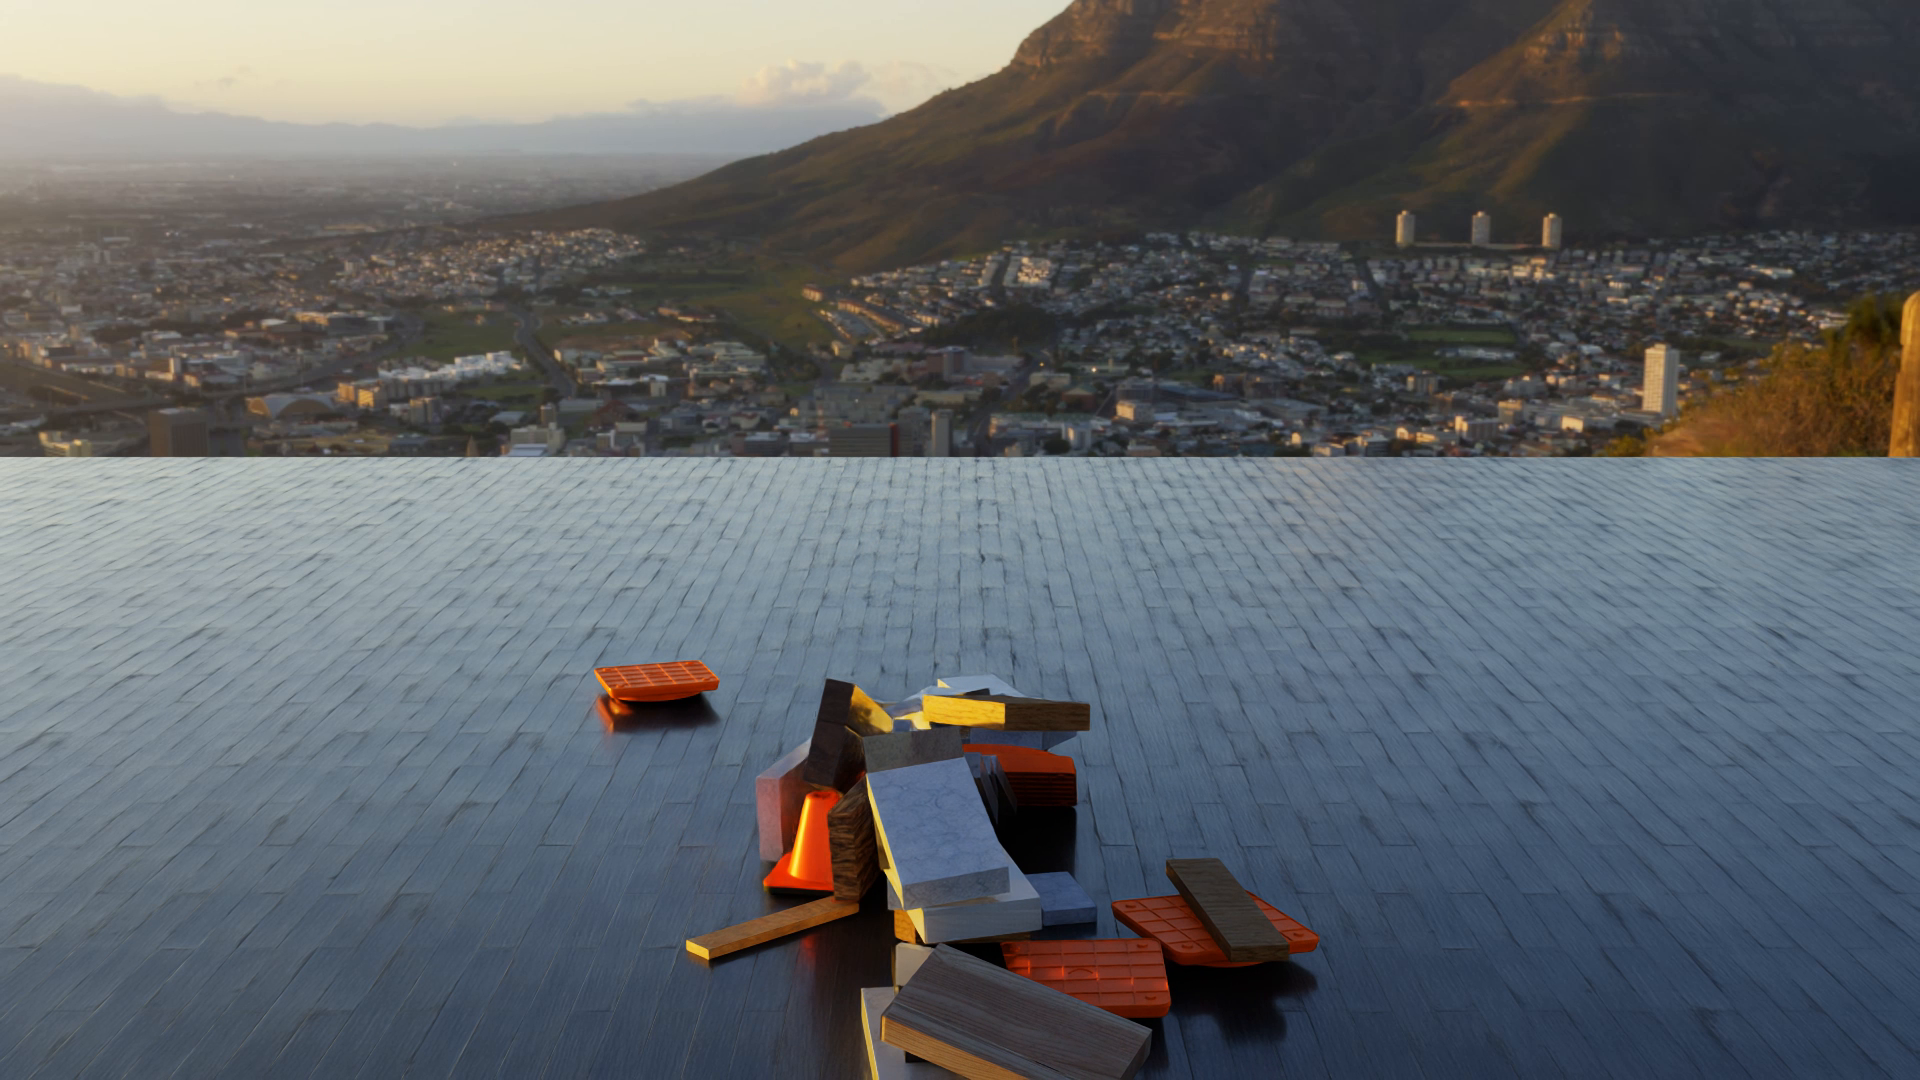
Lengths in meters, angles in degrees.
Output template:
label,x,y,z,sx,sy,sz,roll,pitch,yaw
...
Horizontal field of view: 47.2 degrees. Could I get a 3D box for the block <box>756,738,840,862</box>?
label,x,y,z,sx,sy,sz,roll,pitch,yaw
block,-0.286,0.460,3.954,0.043,0.150,0.301,1,10,17

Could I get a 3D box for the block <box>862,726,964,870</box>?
label,x,y,z,sx,sy,sz,roll,pitch,yaw
block,-0.060,0.385,3.321,0.150,0.043,0.301,-7,27,-4

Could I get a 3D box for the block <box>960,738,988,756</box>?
label,x,y,z,sx,sy,sz,roll,pitch,yaw
block,-0.010,0.421,4.155,0.122,0.035,0.244,-2,-19,10

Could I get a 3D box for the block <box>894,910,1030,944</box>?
label,x,y,z,sx,sy,sz,roll,pitch,yaw
block,-0.001,0.578,3.316,0.166,0.047,0.332,-1,-8,-7

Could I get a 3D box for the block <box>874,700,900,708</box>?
label,x,y,z,sx,sy,sz,roll,pitch,yaw
block,-0.157,0.374,4.655,0.129,0.064,0.018,5,12,25

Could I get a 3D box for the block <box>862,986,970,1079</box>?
label,x,y,z,sx,sy,sz,roll,pitch,yaw
block,-0.038,0.702,2.945,0.158,0.045,0.441,-1,11,-7

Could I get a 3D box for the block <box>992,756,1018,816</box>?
label,x,y,z,sx,sy,sz,roll,pitch,yaw
block,0.028,0.437,3.900,0.112,0.032,0.398,0,-17,7

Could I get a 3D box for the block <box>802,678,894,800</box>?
label,x,y,z,sx,sy,sz,roll,pitch,yaw
block,-0.189,0.368,3.867,0.049,0.173,0.534,11,-10,8

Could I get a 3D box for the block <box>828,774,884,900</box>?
label,x,y,z,sx,sy,sz,roll,pitch,yaw
block,-0.157,0.487,3.680,0.041,0.146,0.292,-2,9,13

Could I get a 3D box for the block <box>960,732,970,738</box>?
label,x,y,z,sx,sy,sz,roll,pitch,yaw
block,-0.076,0.427,4.302,0.244,0.035,0.122,-11,-14,-46

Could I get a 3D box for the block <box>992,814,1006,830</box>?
label,x,y,z,sx,sy,sz,roll,pitch,yaw
block,0.026,0.507,3.960,0.076,0.022,0.153,3,-3,18

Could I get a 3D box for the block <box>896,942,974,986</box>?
label,x,y,z,sx,sy,sz,roll,pitch,yaw
block,-0.035,0.591,3.022,0.112,0.056,0.016,5,10,25

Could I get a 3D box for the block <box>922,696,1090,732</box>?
label,x,y,z,sx,sy,sz,roll,pitch,yaw
block,0.082,0.320,4.082,0.173,0.049,0.346,2,-2,-26

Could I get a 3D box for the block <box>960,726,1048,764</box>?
label,x,y,z,sx,sy,sz,roll,pitch,yaw
block,0.056,0.409,4.549,0.122,0.035,0.244,-8,13,-38

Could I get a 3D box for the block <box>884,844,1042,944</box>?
label,x,y,z,sx,sy,sz,roll,pitch,yaw
block,-0.002,0.497,3.189,0.166,0.047,0.332,-5,10,-11

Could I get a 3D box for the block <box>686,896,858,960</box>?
label,x,y,z,sx,sy,sz,roll,pitch,yaw
block,-0.295,0.614,3.498,0.305,0.016,0.056,-10,14,-43

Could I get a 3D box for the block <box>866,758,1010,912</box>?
label,x,y,z,sx,sy,sz,roll,pitch,yaw
block,-0.035,0.417,3.153,0.150,0.043,0.301,-9,26,-8

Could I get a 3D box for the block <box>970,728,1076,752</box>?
label,x,y,z,sx,sy,sz,roll,pitch,yaw
block,0.129,0.370,4.228,0.130,0.037,0.565,1,-2,9

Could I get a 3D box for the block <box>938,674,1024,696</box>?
label,x,y,z,sx,sy,sz,roll,pitch,yaw
block,0.054,0.350,4.863,0.130,0.037,0.261,-4,11,-19

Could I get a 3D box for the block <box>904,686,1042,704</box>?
label,x,y,z,sx,sy,sz,roll,pitch,yaw
block,0.028,0.354,4.647,0.261,0.037,0.131,5,12,25

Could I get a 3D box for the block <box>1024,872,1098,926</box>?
label,x,y,z,sx,sy,sz,roll,pitch,yaw
block,0.158,0.588,3.612,0.088,0.025,0.176,-2,11,-13

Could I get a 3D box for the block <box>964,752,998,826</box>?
label,x,y,z,sx,sy,sz,roll,pitch,yaw
block,-0.024,0.412,3.607,0.146,0.041,0.318,-1,-21,6

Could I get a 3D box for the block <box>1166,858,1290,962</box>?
label,x,y,z,sx,sy,sz,roll,pitch,yaw
block,0.412,0.573,3.433,0.088,0.025,0.413,-1,10,-8

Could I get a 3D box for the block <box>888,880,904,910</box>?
label,x,y,z,sx,sy,sz,roll,pitch,yaw
block,-0.014,0.550,3.451,0.166,0.047,0.332,-2,-8,4

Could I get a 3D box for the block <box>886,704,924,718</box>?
label,x,y,z,sx,sy,sz,roll,pitch,yaw
block,-0.102,0.353,4.524,0.112,0.016,0.056,-12,-5,-8

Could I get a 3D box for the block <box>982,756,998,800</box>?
label,x,y,z,sx,sy,sz,roll,pitch,yaw
block,0.002,0.408,3.698,0.112,0.032,0.223,0,-21,4

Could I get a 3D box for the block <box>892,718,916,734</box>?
label,x,y,z,sx,sy,sz,roll,pitch,yaw
block,-0.098,0.431,3.770,0.032,0.223,0.112,-2,-33,14

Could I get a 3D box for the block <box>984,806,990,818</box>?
label,x,y,z,sx,sy,sz,roll,pitch,yaw
block,-0.040,0.441,3.483,0.146,0.041,0.292,-1,-9,7

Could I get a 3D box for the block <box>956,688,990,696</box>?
label,x,y,z,sx,sy,sz,roll,pitch,yaw
block,-0.003,0.320,4.418,0.064,0.018,0.129,-9,-6,-36

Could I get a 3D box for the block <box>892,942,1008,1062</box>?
label,x,y,z,sx,sy,sz,roll,pitch,yaw
block,-0.007,0.637,3.052,0.158,0.045,0.315,-1,11,-5

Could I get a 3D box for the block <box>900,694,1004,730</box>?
label,x,y,z,sx,sy,sz,roll,pitch,yaw
block,-0.059,0.366,4.398,0.173,0.049,0.346,-10,-5,-28

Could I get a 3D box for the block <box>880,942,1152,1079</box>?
label,x,y,z,sx,sy,sz,roll,pitch,yaw
block,0.072,0.643,2.857,0.315,0.045,0.157,18,36,23

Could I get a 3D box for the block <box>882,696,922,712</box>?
label,x,y,z,sx,sy,sz,roll,pitch,yaw
block,-0.139,0.372,4.585,0.129,0.064,0.018,-17,48,-7
